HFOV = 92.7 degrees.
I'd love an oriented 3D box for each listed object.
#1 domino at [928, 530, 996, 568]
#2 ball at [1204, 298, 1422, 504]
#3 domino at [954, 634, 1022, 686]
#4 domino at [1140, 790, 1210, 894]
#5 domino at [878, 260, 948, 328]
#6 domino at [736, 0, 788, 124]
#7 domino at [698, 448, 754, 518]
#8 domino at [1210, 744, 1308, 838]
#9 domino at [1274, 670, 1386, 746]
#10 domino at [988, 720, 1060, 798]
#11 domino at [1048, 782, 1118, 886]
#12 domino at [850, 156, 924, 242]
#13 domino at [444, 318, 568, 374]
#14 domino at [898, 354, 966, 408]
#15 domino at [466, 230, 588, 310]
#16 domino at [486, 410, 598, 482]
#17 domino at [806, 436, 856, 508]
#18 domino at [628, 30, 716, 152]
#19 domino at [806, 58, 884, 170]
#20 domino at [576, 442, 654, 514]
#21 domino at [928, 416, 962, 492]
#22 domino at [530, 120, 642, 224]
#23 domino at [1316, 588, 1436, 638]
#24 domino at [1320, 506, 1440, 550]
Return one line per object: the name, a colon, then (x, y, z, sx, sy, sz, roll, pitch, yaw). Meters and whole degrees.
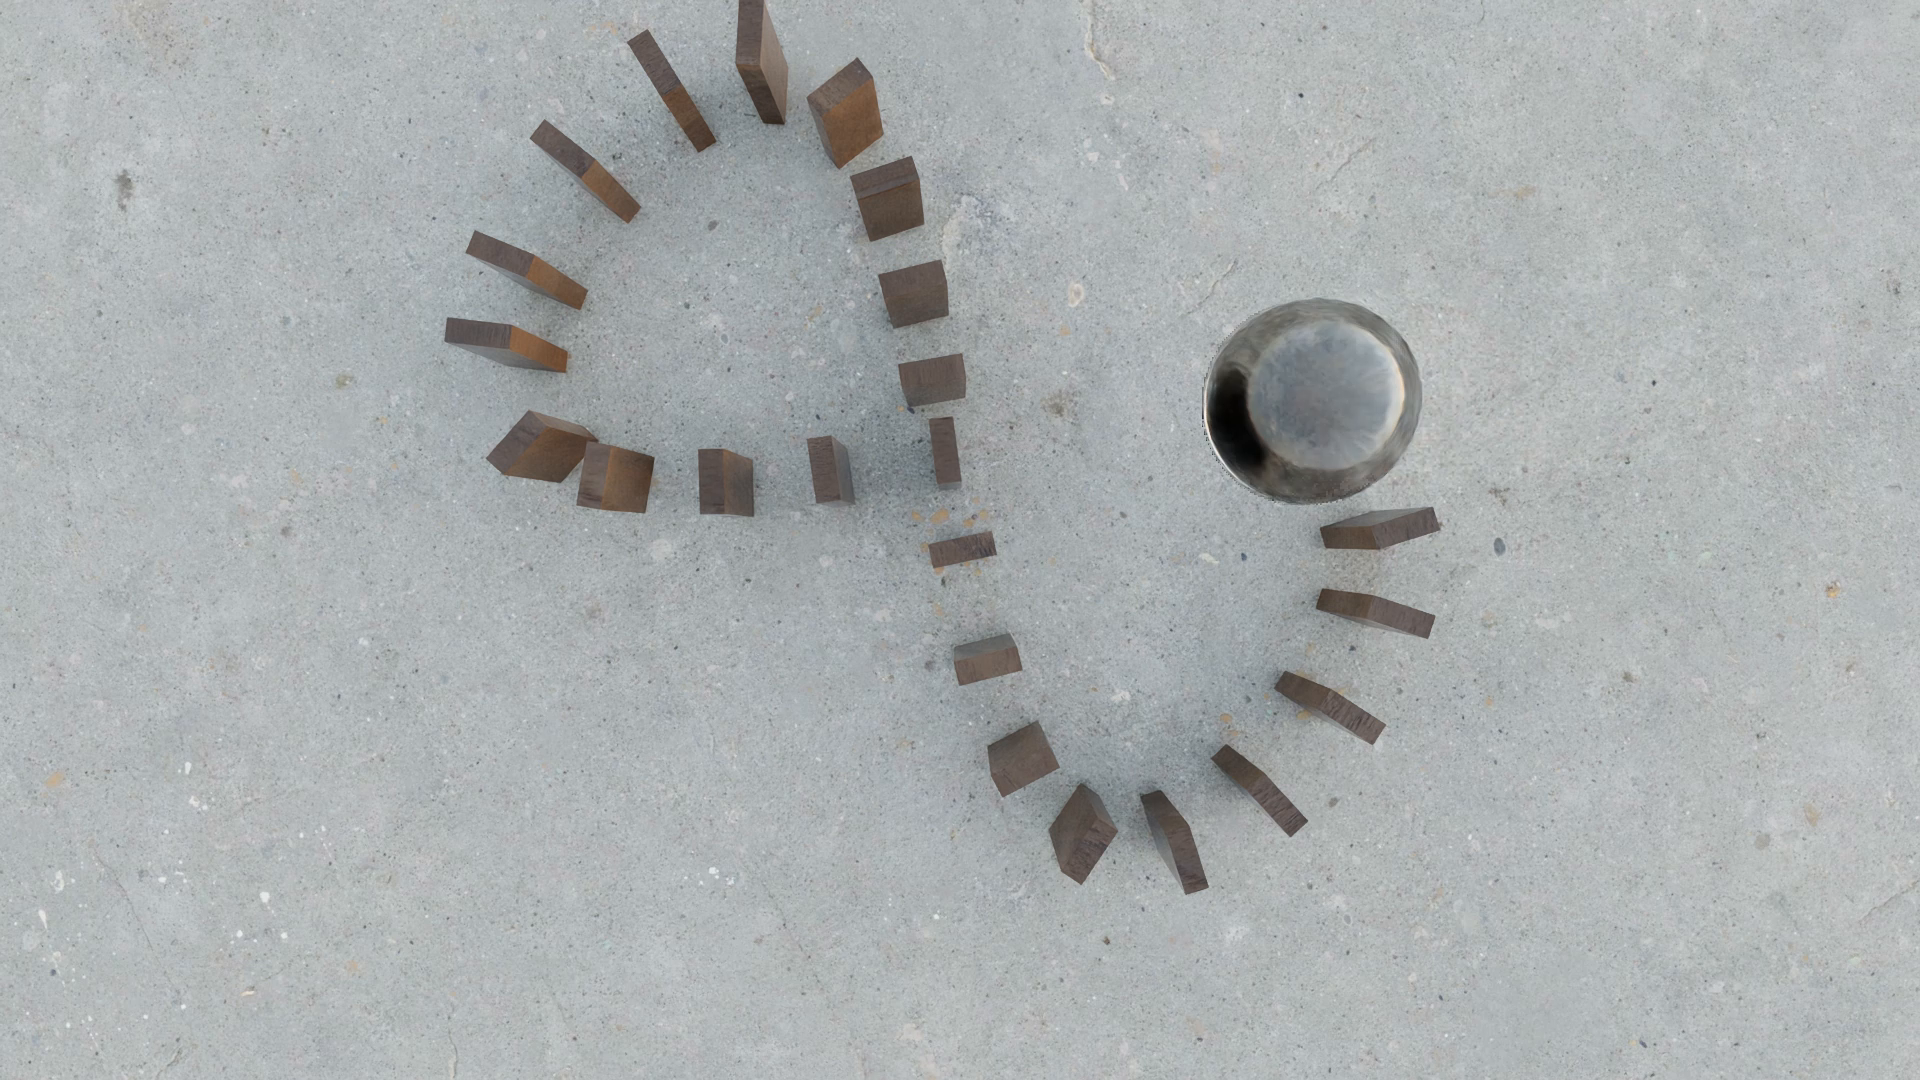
domino: (0.001, 0.004, 0.375, 0.025, 0.050, 0.009, -12, 90, 0)
ball: (0.137, -0.054, 0.360, 0.080, 0.080, 0.080, 0, 90, 0)
domino: (0.011, 0.048, 0.375, 0.025, 0.050, 0.009, -14, 90, 0)
domino: (0.087, 0.122, 0.375, 0.010, 0.050, 0.025, -18, 90, 0)
domino: (-0.018, -0.100, 0.375, 0.025, 0.050, 0.009, -14, 90, 0)
domino: (-0.080, -0.194, 0.375, 0.009, 0.050, 0.025, 4, 90, 0)
domino: (-0.095, -0.022, 0.375, 0.009, 0.050, 0.025, -2, 90, 0)
domino: (0.121, 0.101, 0.375, 0.009, 0.050, 0.025, -43, 90, 0)
domino: (0.150, 0.068, 0.375, 0.025, 0.050, 0.010, 33, 90, 0)
domino: (0.025, 0.089, 0.375, 0.025, 0.050, 0.010, -28, 90, 0)
domino: (0.050, 0.119, 0.375, 0.010, 0.050, 0.025, 34, 90, 0)
domino: (-0.029, -0.138, 0.375, 0.025, 0.050, 0.009, -18, 90, 0)
domino: (-0.184, -0.079, 0.375, 0.025, 0.050, 0.010, 7, 90, 0)
domino: (-0.011, -0.065, 0.375, 0.025, 0.050, 0.009, -10, 90, 0)
domino: (-0.176, -0.109, 0.375, 0.025, 0.050, 0.009, 22, 90, 0)
domino: (-0.169, -0.037, 0.375, 0.010, 0.050, 0.025, 42, 90, 0)
domino: (-0.052, -0.027, 0.375, 0.010, 0.050, 0.025, -8, 90, 0)
domino: (-0.117, -0.182, 0.375, 0.009, 0.050, 0.025, -32, 90, 0)
domino: (-0.046, -0.173, 0.375, 0.025, 0.050, 0.010, -38, 90, 0)
domino: (-0.140, -0.025, 0.375, 0.010, 0.050, 0.025, 10, 90, 0)
domino: (-0.006, -0.034, 0.375, 0.009, 0.050, 0.025, -8, 90, 0)
domino: (-0.152, -0.149, 0.375, 0.025, 0.050, 0.010, 38, 90, 0)
domino: (0.168, 0.029, 0.375, 0.025, 0.050, 0.009, 18, 90, 0)
domino: (0.170, -0.005, 0.375, 0.025, 0.050, 0.010, -17, 90, 0)
